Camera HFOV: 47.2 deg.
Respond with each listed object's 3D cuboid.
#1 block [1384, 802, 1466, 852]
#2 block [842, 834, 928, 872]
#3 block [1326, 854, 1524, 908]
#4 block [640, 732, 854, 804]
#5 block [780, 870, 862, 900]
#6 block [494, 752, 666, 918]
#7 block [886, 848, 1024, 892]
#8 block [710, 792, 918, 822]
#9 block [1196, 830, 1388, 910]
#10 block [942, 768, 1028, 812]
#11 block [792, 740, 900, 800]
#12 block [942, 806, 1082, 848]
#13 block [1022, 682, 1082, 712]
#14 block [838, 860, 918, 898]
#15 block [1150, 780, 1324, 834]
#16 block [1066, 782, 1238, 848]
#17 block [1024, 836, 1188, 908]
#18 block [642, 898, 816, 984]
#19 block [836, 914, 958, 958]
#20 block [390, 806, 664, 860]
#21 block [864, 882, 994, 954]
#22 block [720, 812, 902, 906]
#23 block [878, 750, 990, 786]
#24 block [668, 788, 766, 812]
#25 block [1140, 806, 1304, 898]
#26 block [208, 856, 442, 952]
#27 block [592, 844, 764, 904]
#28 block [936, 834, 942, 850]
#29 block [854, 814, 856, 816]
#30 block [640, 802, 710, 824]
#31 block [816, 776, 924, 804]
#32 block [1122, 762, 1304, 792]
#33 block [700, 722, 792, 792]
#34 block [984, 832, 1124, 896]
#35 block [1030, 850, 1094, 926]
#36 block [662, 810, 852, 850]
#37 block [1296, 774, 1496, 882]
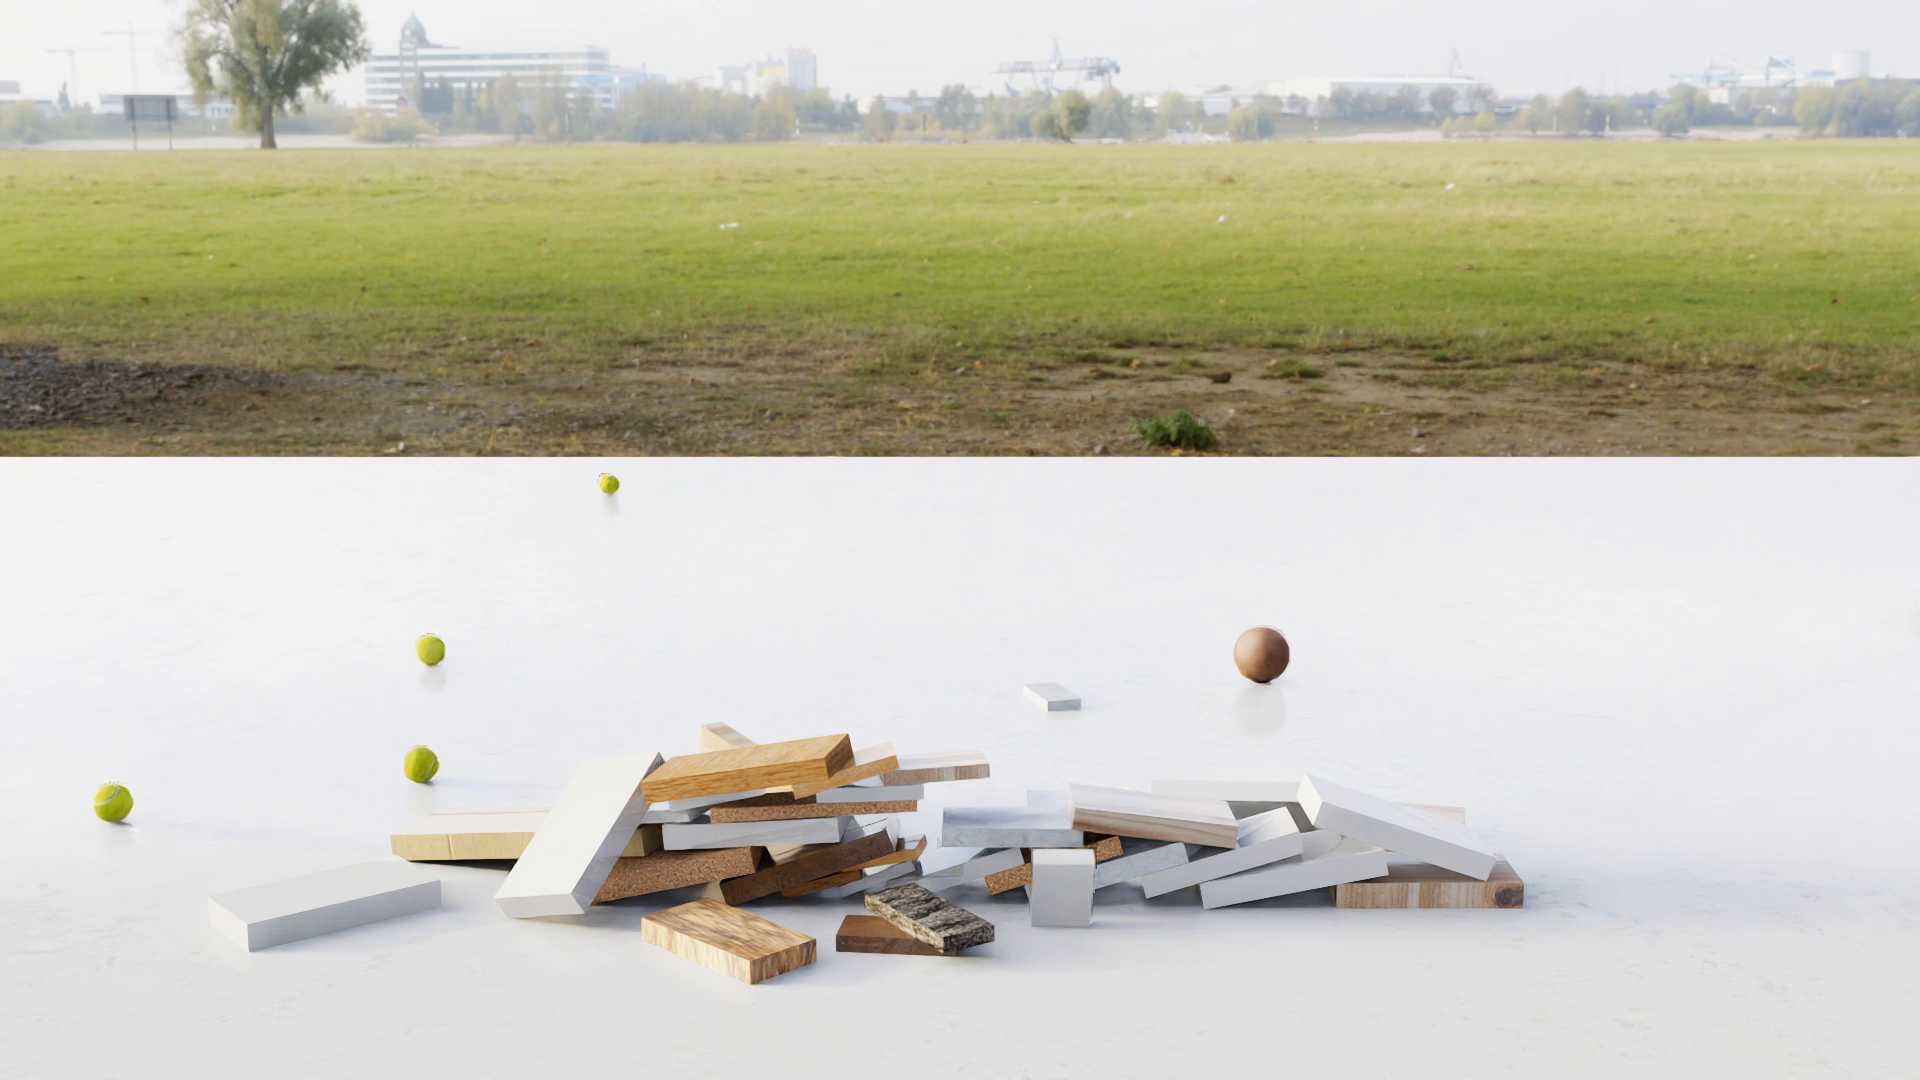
[{"bbox_3d":[0.746,0.514,3.959,0.313,0.044,0.157,3,11,15],"label":"block"},{"bbox_3d":[-0.127,0.519,3.647,0.134,0.019,0.067,-12,11,16],"label":"block"},{"bbox_3d":[0.769,0.568,3.670,0.305,0.043,0.153,0,11,0],"label":"block"},{"bbox_3d":[-0.348,0.374,3.601,0.321,0.037,0.132,-9,10,17],"label":"block"},{"bbox_3d":[-0.230,0.563,3.667,0.134,0.019,0.067,-15,10,2],"label":"block"},{"bbox_3d":[-0.617,0.482,3.618,0.162,0.046,0.325,-9,34,30],"label":"block"},{"bbox_3d":[-0.007,0.539,3.661,0.229,0.033,0.115,-18,10,4],"label":"block"},{"bbox_3d":[-0.240,0.433,3.617,0.336,0.022,0.078,-3,10,-4],"label":"block"},{"bbox_3d":[0.545,0.540,3.659,0.305,0.043,0.153,-11,10,2],"label":"block"},{"bbox_3d":[0.047,0.490,4.090,0.155,0.044,0.310,0,11,0],"label":"block"},{"bbox_3d":[-0.189,0.375,3.593,0.176,0.025,0.088,-16,11,-4],"label":"block"},{"bbox_3d":[0.086,0.475,3.640,0.230,0.033,0.115,0,11,1],"label":"block"},{"bbox_3d":[0.204,0.349,4.906,0.080,0.023,0.159,-3,11,-18],"label":"block"},{"bbox_3d":[-0.137,0.554,3.671,0.134,0.019,0.067,-21,10,8],"label":"block"},{"bbox_3d":[0.485,0.486,3.803,0.313,0.157,0.044,1,42,3],"label":"block"},{"bbox_3d":[0.315,0.455,3.634,0.269,0.038,0.135,7,10,-3],"label":"block"},{"bbox_3d":[0.239,0.534,3.659,0.269,0.038,0.135,-16,10,3],"label":"block"},{"bbox_3d":[-0.360,0.619,3.410,0.264,0.037,0.132,10,15,44],"label":"block"},{"bbox_3d":[-0.094,0.619,3.441,0.186,0.026,0.093,1,11,7],"label":"block"},{"bbox_3d":[-0.729,0.505,3.812,0.504,0.046,0.162,-4,8,22],"label":"block"},{"bbox_3d":[-0.050,0.591,3.448,0.093,0.026,0.232,-7,13,-33],"label":"block"},{"bbox_3d":[-0.247,0.523,3.656,0.292,0.041,0.146,-19,9,6],"label":"block"},{"bbox_3d":[-0.045,0.376,3.632,0.175,0.025,0.088,-3,11,-9],"label":"block"},{"bbox_3d":[-0.396,0.412,3.621,0.157,0.022,0.078,-11,10,5],"label":"block"},{"bbox_3d":[0.428,0.518,3.655,0.269,0.038,0.135,-17,10,2],"label":"block"},{"bbox_3d":[-1.028,0.586,3.564,0.325,0.046,0.162,-9,14,-39],"label":"block"},{"bbox_3d":[-0.479,0.539,3.668,0.292,0.041,0.146,-11,10,4],"label":"block"},{"bbox_3d":[0.067,0.540,3.864,0.199,0.028,0.099,-3,11,-13],"label":"block"},{"bbox_3d":[-0.217,0.502,4.024,0.155,0.044,0.310,-2,11,-11],"label":"block"},{"bbox_3d":[-0.490,0.448,3.668,0.157,0.022,0.078,-7,11,33],"label":"block"},{"bbox_3d":[-0.147,0.406,3.622,0.175,0.025,0.088,-2,10,-1],"label":"block"},{"bbox_3d":[0.473,0.465,4.015,0.313,0.044,0.157,-7,10,-19],"label":"block"},{"bbox_3d":[-0.358,0.453,3.905,0.044,0.155,0.365,-8,18,-33],"label":"block"},{"bbox_3d":[0.153,0.522,3.654,0.230,0.033,0.115,-18,10,3],"label":"block"},{"bbox_3d":[0.160,0.548,3.454,0.093,0.186,0.026,0,50,0],"label":"block"},{"bbox_3d":[-0.335,0.467,3.665,0.292,0.041,0.146,-4,10,6],"label":"block"},{"bbox_3d":[0.722,0.477,3.656,0.305,0.043,0.153,18,10,-5],"label":"block"}]
